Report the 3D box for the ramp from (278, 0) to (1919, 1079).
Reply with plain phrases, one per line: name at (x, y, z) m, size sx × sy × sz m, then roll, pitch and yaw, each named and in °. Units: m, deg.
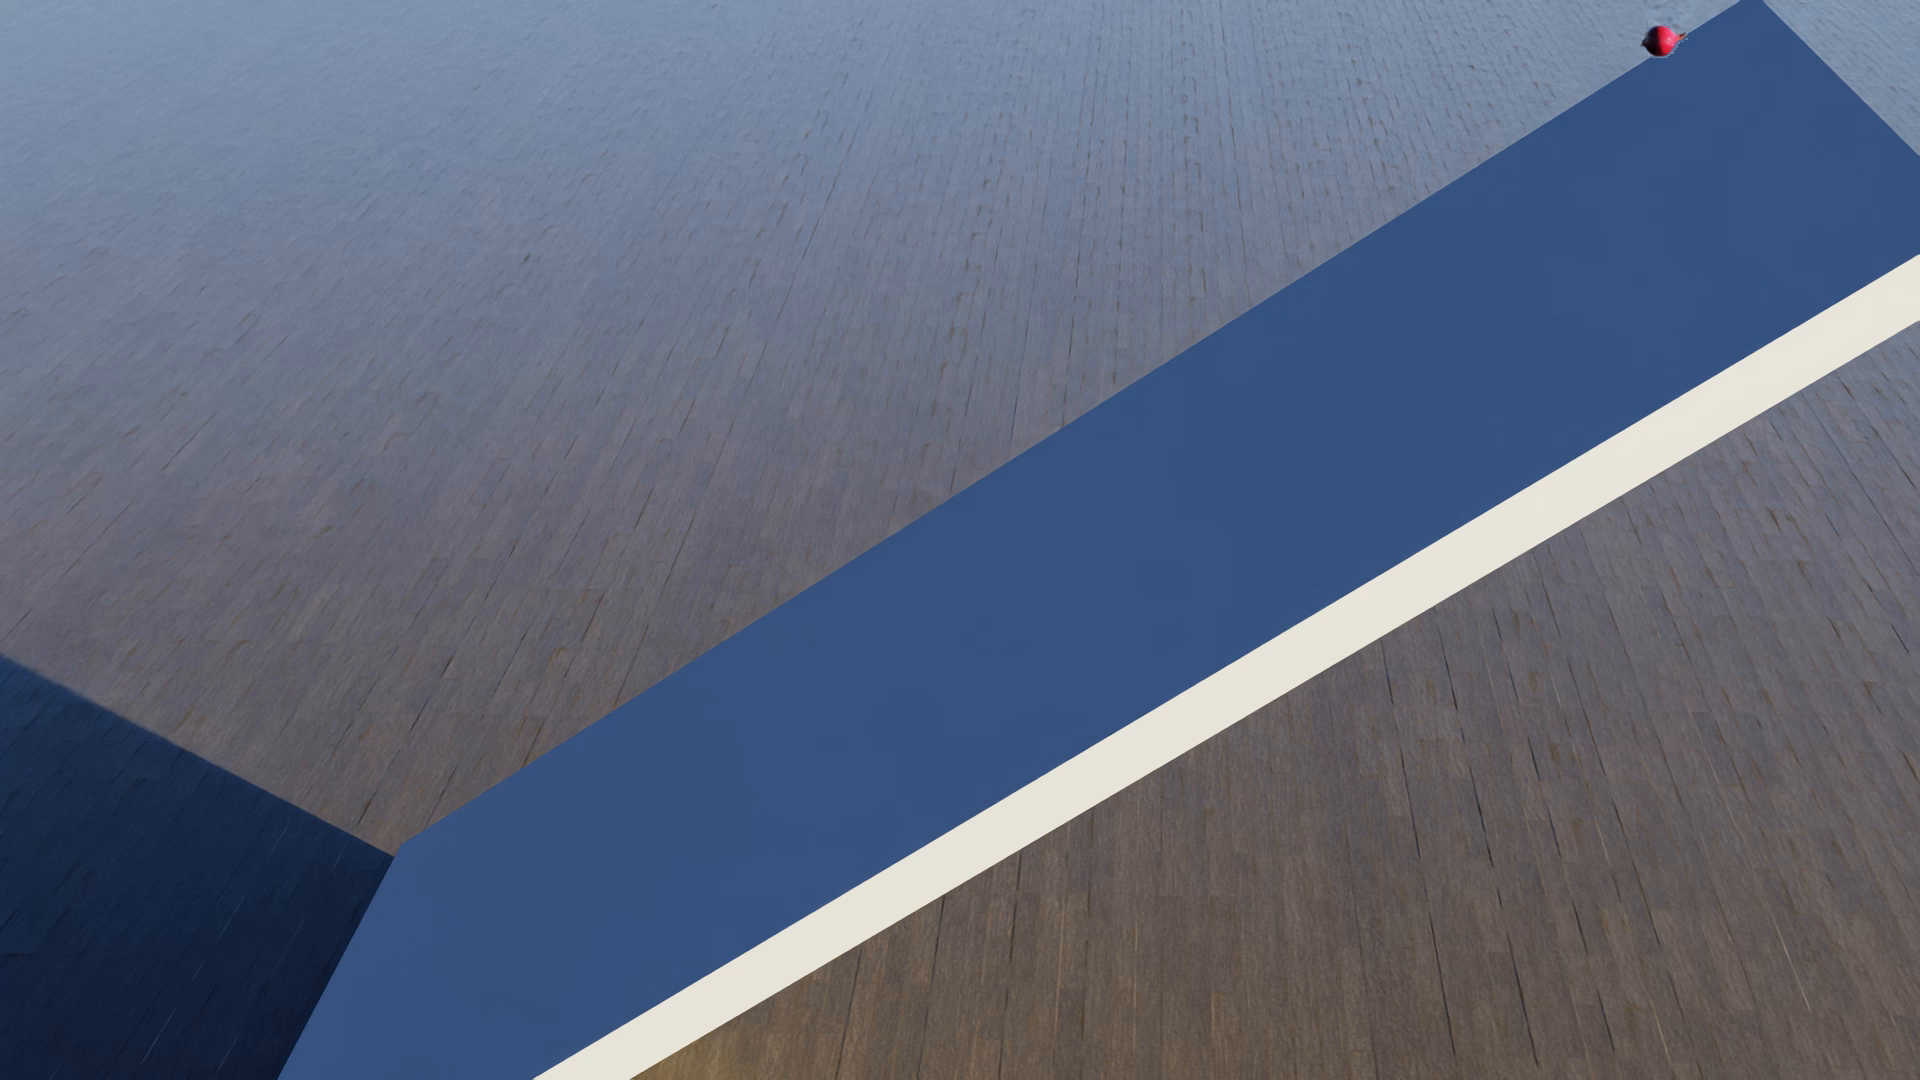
ramp at (0.137, 0.173, 6.303) m, size 4.000 × 0.100 × 2.000 m, roll -32°, pitch 16°, yaw 15°
